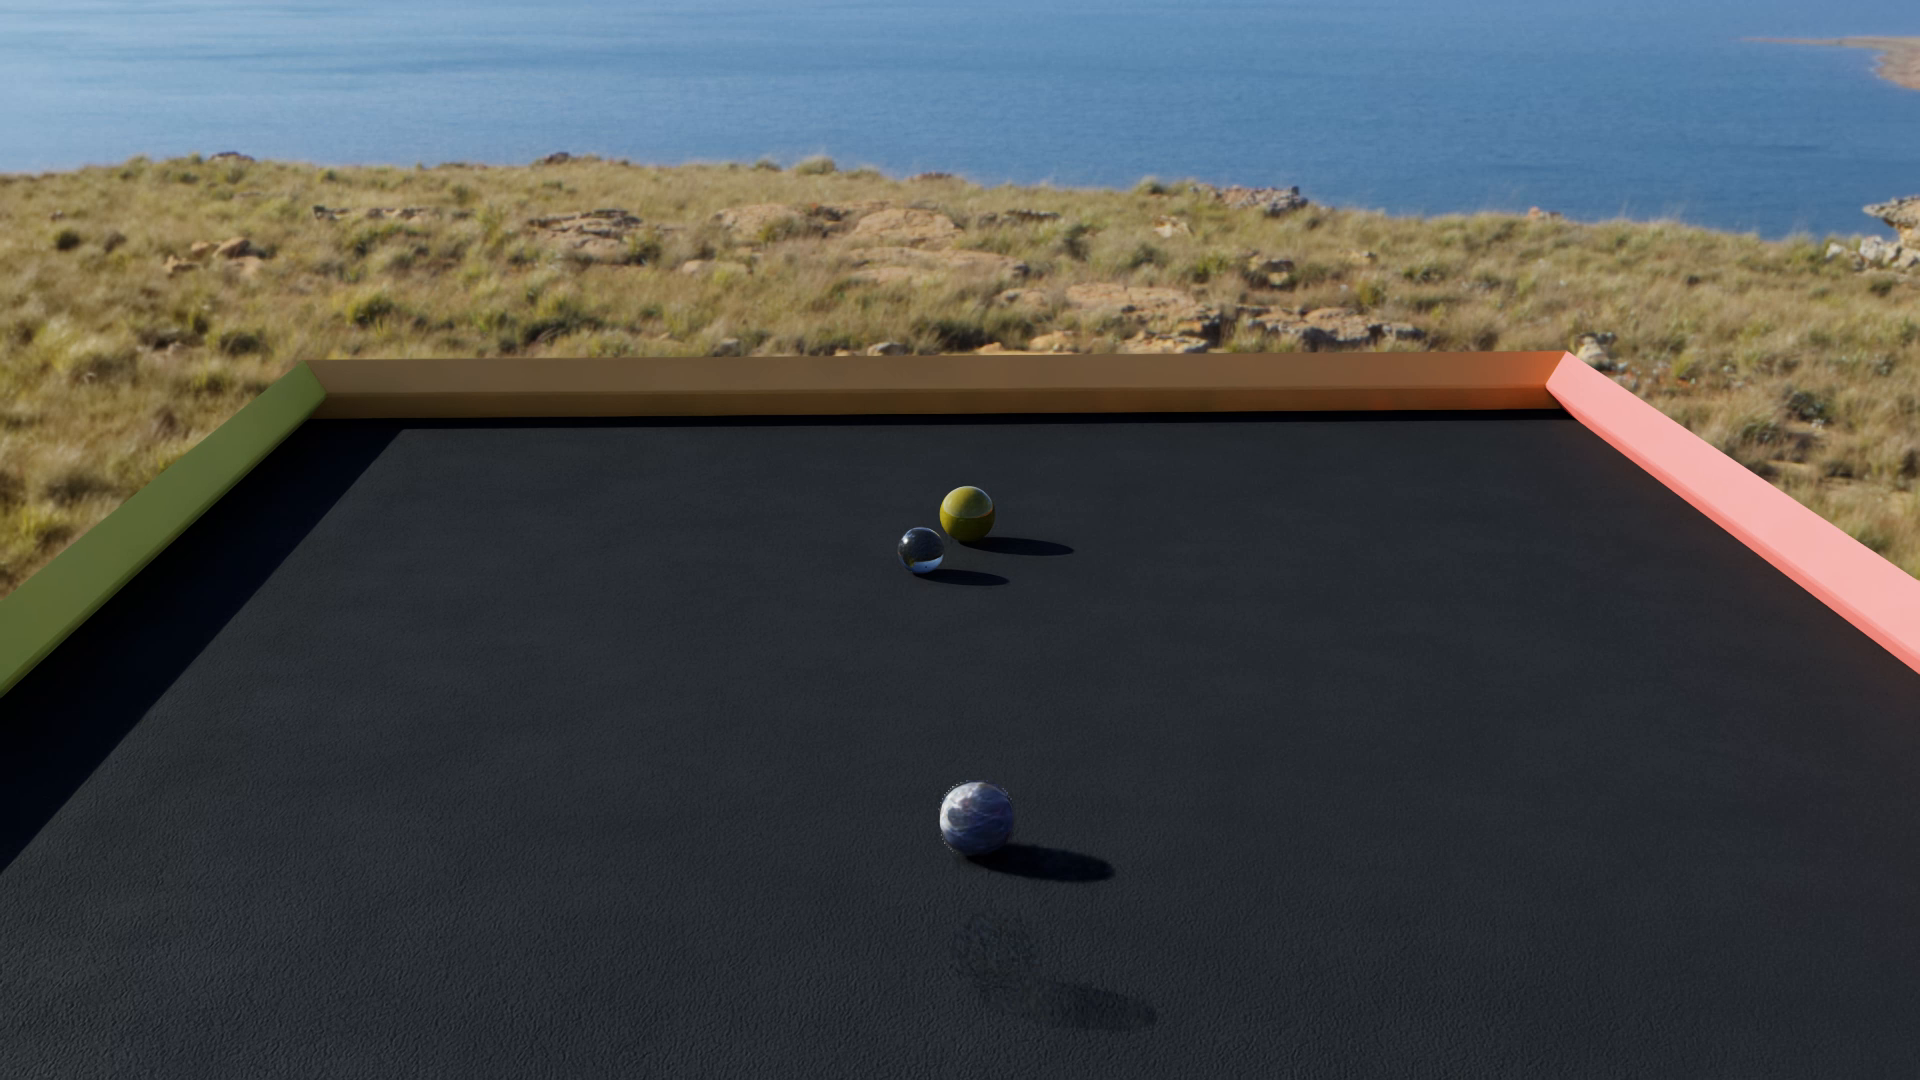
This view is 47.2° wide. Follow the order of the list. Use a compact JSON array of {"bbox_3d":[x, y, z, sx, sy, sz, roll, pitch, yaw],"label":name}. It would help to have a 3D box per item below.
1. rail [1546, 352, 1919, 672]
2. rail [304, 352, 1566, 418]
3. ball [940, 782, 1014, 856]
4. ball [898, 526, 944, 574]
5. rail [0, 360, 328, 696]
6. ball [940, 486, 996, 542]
[{"bbox_3d":[1.017,0.211,1.944,0.045,0.094,3.373,-1,16,-2],"label":"rail"},{"bbox_3d":[-0.029,-0.243,3.506,2.023,0.094,0.045,-1,16,-2],"label":"rail"},{"bbox_3d":[0.014,0.241,1.897,0.064,0.064,0.064,0,16,0],"label":"ball"},{"bbox_3d":[-0.048,0.013,2.692,0.058,0.058,0.058,0,16,0],"label":"ball"},{"bbox_3d":[-0.957,0.230,1.876,0.045,0.094,3.373,-1,16,-2],"label":"rail"},{"bbox_3d":[0.010,-0.033,2.824,0.072,0.072,0.072,0,16,0],"label":"ball"}]
